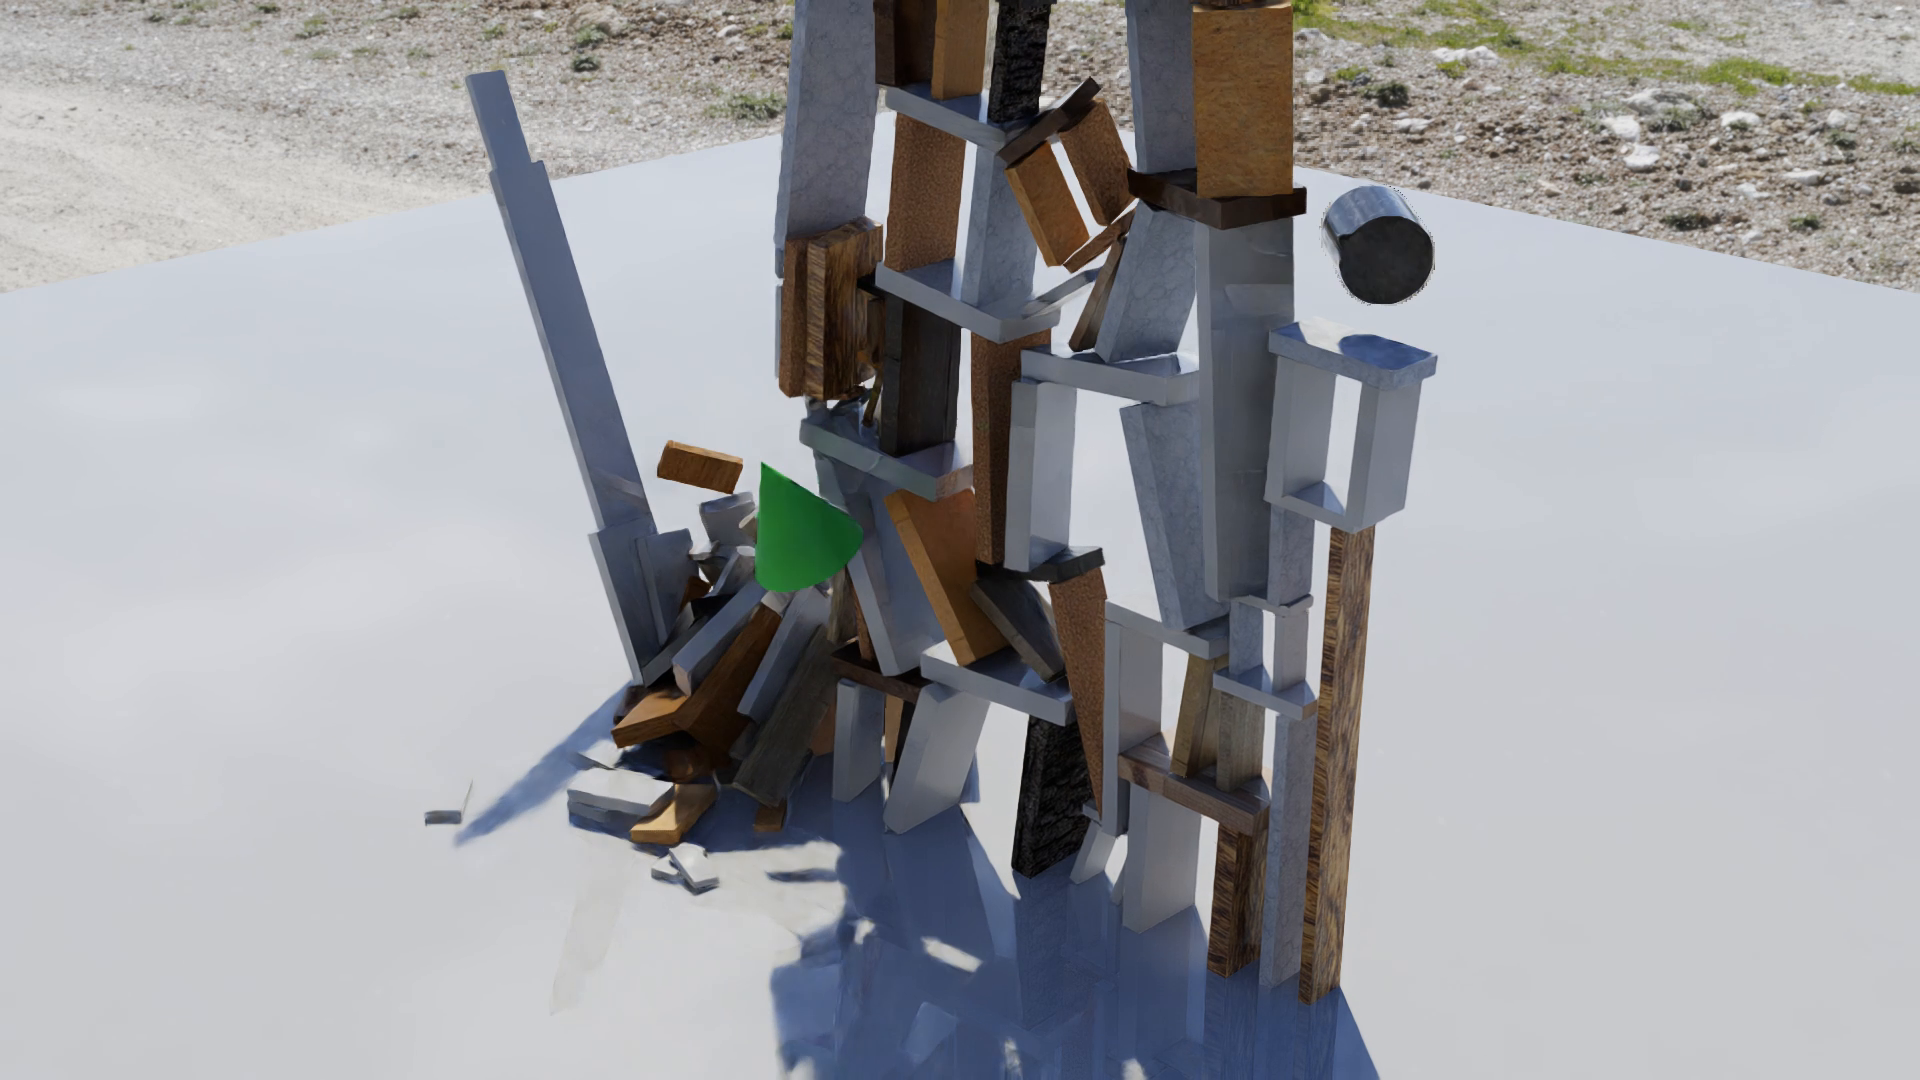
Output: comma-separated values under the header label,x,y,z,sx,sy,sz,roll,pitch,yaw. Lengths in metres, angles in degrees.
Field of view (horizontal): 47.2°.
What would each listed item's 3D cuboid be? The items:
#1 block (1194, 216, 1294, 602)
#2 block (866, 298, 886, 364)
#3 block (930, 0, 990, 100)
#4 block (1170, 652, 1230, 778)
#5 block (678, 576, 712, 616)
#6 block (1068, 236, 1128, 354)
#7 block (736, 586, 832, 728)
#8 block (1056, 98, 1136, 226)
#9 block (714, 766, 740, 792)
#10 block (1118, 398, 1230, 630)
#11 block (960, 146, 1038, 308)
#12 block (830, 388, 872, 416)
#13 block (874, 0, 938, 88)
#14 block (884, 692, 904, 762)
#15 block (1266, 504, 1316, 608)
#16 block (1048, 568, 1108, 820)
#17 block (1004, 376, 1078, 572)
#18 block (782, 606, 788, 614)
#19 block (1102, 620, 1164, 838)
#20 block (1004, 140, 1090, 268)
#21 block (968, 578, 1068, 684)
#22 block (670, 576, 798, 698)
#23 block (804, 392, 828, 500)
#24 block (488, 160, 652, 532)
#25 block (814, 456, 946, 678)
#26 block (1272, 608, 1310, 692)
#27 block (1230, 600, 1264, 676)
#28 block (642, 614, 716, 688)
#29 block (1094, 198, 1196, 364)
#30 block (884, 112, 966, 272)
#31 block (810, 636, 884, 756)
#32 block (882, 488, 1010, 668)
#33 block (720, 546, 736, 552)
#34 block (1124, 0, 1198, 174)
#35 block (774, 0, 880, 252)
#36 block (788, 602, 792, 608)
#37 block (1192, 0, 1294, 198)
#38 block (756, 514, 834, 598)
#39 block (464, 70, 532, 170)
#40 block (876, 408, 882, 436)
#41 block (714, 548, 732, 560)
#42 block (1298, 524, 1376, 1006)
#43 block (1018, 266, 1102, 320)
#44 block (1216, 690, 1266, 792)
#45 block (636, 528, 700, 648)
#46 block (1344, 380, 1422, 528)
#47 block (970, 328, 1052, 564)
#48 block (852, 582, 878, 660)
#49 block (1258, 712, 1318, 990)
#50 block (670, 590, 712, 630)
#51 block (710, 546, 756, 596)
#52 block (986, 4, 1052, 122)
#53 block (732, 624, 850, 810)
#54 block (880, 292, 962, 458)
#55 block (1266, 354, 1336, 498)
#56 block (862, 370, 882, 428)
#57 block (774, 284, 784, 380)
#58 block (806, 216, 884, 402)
label,x,y,z,sx,sy,sz,roll,pitch,yaw
block,0.470,-0.216,3.585,0.152,0.647,0.043,-13,25,-19
block,-0.145,-0.399,4.165,0.061,0.122,0.017,-16,32,-27
block,0.002,-0.871,3.818,0.028,0.199,0.099,27,34,37
block,0.437,0.288,3.869,0.035,0.247,0.123,27,34,35
block,-0.606,0.141,5.007,0.054,0.107,0.015,30,-27,-33
block,0.263,-0.426,3.784,0.081,0.261,0.023,-17,60,-31
block,-0.338,0.211,4.570,0.031,0.111,0.382,16,73,35
block,0.232,-0.624,3.631,0.027,0.190,0.095,17,55,45
block,-0.440,0.492,4.577,0.134,0.019,0.067,-7,24,-17
block,0.387,-0.054,3.772,0.174,0.386,0.049,-16,6,-41
block,0.080,-0.567,3.879,0.041,0.291,0.145,29,35,35
block,-0.210,-0.269,4.282,0.092,0.013,0.046,-16,26,46
block,-0.076,-0.977,3.850,0.048,0.336,0.168,20,31,38
block,-0.069,0.348,4.704,0.184,0.184,0.184,-1,23,-1
block,0.549,0.014,3.638,0.025,0.177,0.089,20,30,41
block,0.259,0.284,4.070,0.033,0.458,0.117,-3,14,43
block,0.148,-0.133,3.996,0.049,0.348,0.174,11,20,25
block,-0.374,0.157,5.164,0.089,0.178,0.025,38,68,0
block,0.314,0.328,3.997,0.035,0.418,0.123,17,26,41
block,0.149,-0.570,3.730,0.027,0.190,0.095,4,39,46
block,0.133,0.158,4.158,0.117,0.033,0.235,-22,63,-44
block,-0.466,0.178,4.576,0.046,0.161,0.322,39,70,14
block,-0.264,-0.128,4.383,0.013,0.360,0.046,10,26,42
block,-0.840,-0.281,5.030,0.126,1.187,0.036,-19,4,-38
block,-0.142,0.030,4.352,0.050,0.446,0.176,-12,8,46
block,0.557,0.180,3.702,0.068,0.137,0.019,-22,30,-40
block,0.491,0.156,3.764,0.068,0.137,0.019,-21,28,-40
block,-0.555,0.242,4.832,0.161,0.046,0.322,-2,-23,-36
block,0.336,-0.444,3.723,0.152,0.304,0.043,-12,45,-31
block,-0.061,-0.642,3.987,0.041,0.291,0.145,29,35,36
block,-0.264,0.329,4.672,0.159,0.159,0.159,-18,37,13
block,0.001,0.049,4.213,0.176,0.353,0.050,-23,-3,-43
block,-0.509,0.041,5.029,0.107,0.054,0.015,3,35,33
block,0.351,-0.746,3.543,0.145,0.291,0.041,-11,19,-15
block,-0.240,-0.817,4.121,0.168,0.559,0.048,-10,34,-30
block,-0.370,0.112,4.868,0.026,0.090,0.181,-33,37,-28
block,0.430,-0.666,3.332,0.145,0.291,0.041,-2,29,6
block,-0.303,0.001,4.488,0.111,0.031,0.222,-38,74,-18
block,-0.885,-0.393,5.053,0.089,1.401,0.025,-19,4,-38
block,-0.122,-0.261,4.218,0.018,0.128,0.064,36,38,30
block,-0.468,0.077,4.991,0.181,0.090,0.026,9,37,26
block,0.633,0.384,3.705,0.089,0.900,0.025,-21,31,-41
block,0.186,-0.432,3.839,0.161,0.023,0.081,-26,-3,42
block,0.491,0.336,3.830,0.027,0.191,0.095,21,31,41
block,-0.650,0.107,5.009,0.126,0.251,0.036,-13,0,-42
block,0.662,-0.145,3.439,0.033,0.235,0.117,25,33,39
block,0.098,-0.190,4.067,0.159,0.452,0.045,-19,27,-38
block,-0.164,0.131,4.404,0.028,0.200,0.100,10,23,41
block,0.574,0.530,3.822,0.095,0.539,0.027,-21,31,-41
block,-0.556,0.165,4.933,0.091,0.182,0.026,24,43,-39
block,-0.475,0.085,4.806,0.091,0.182,0.026,7,47,-27
block,0.101,-0.818,3.742,0.028,0.199,0.099,28,34,36
block,-0.333,0.359,4.491,0.028,0.100,0.382,-27,33,61
block,-0.072,-0.326,4.144,0.159,0.318,0.045,-21,34,-41
block,0.551,-0.196,3.538,0.033,0.235,0.117,24,32,39
block,-0.155,-0.286,4.263,0.018,0.128,0.064,25,30,10
block,-0.325,-0.423,4.443,0.095,0.190,0.027,-7,20,-28
block,-0.221,-0.439,4.194,0.046,0.321,0.161,26,39,32
